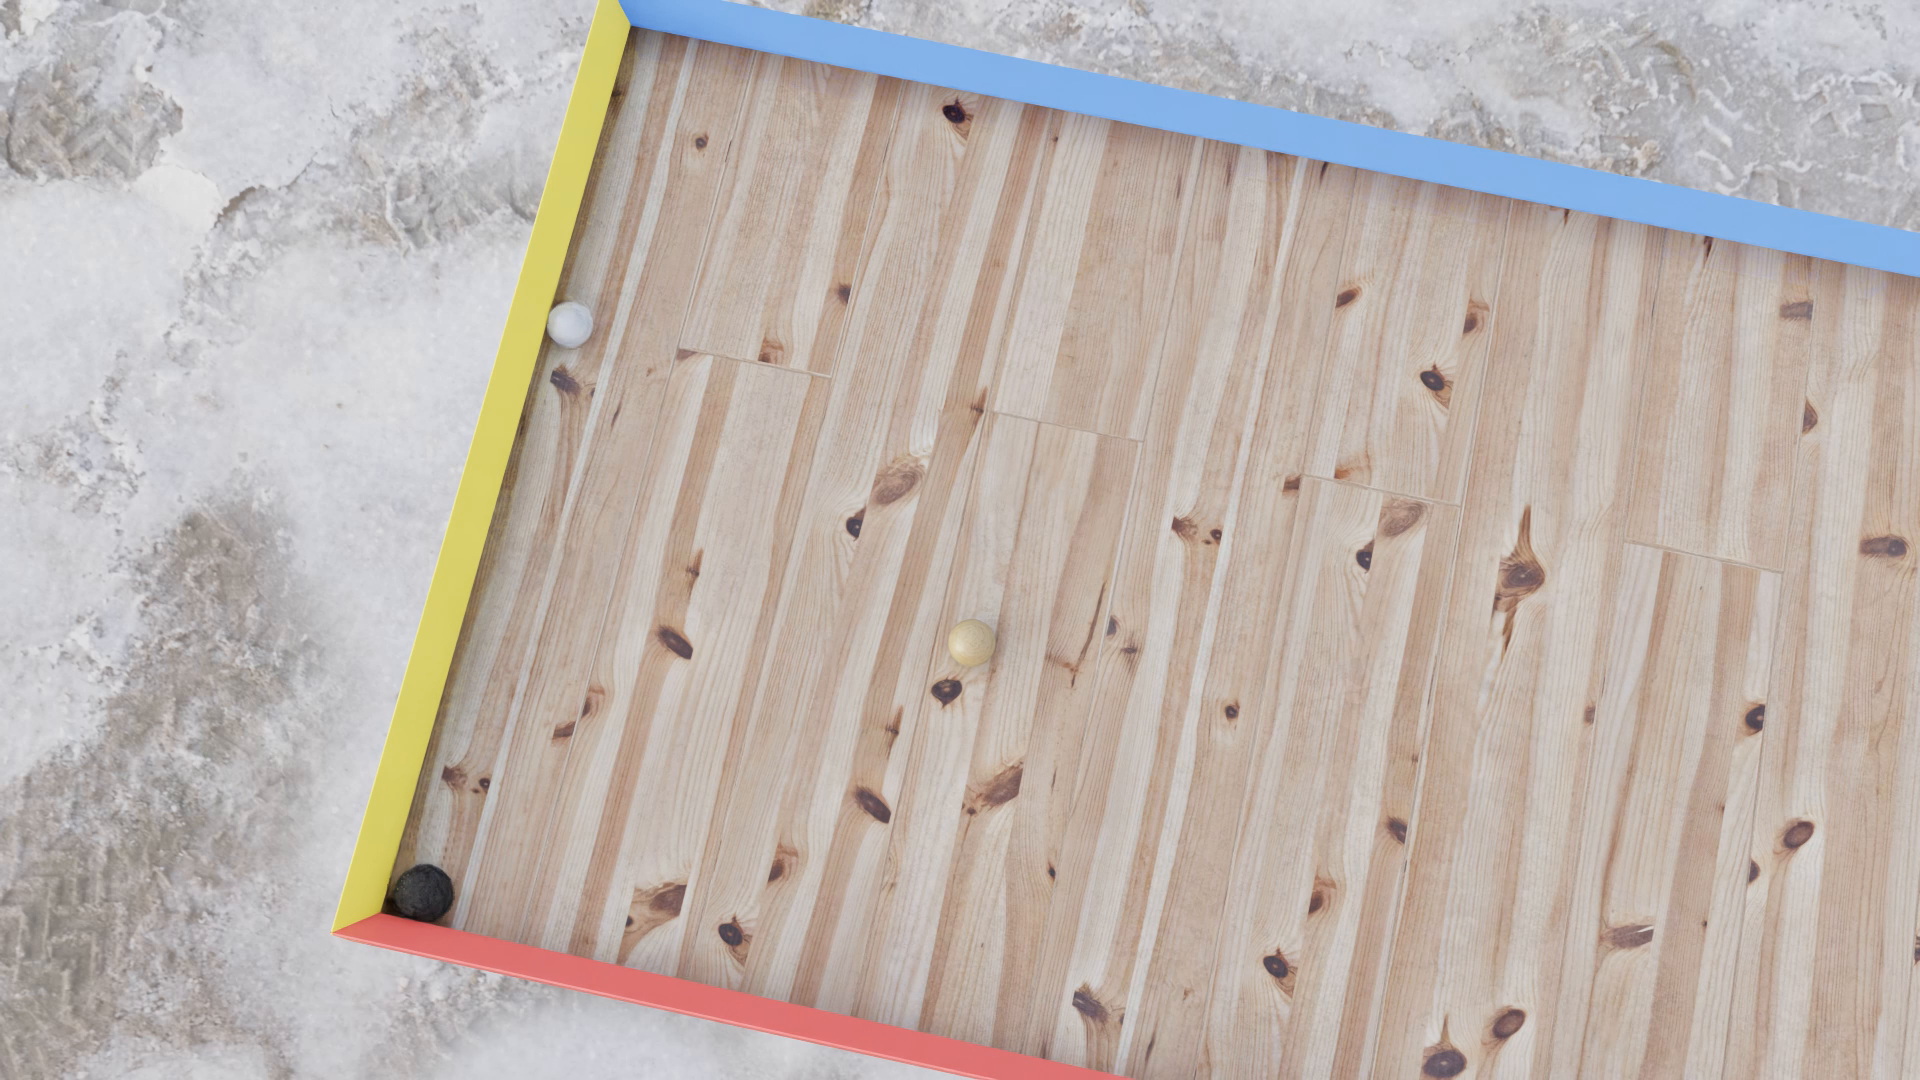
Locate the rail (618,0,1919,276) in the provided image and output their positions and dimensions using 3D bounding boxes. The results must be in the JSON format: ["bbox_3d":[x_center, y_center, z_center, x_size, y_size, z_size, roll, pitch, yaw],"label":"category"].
[{"bbox_3d":[0.890,-0.562,3.487,2.995,0.110,0.045,12,75,3],"label":"rail"}]

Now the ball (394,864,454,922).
[{"bbox_3d":[-0.782,0.515,3.205,0.085,0.085,0.085,0,75,0],"label":"ball"}]

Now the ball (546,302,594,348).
[{"bbox_3d":[-0.611,-0.337,3.446,0.071,0.071,0.071,0,75,0],"label":"ball"}]

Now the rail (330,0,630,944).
[{"bbox_3d":[-0.709,-0.152,3.374,0.045,0.110,1.551,12,75,3],"label":"rail"}]

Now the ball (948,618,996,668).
[{"bbox_3d":[0.018,0.155,3.310,0.073,0.073,0.073,0,75,0],"label":"ball"}]

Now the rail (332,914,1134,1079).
[{"bbox_3d":[0.574,0.855,3.097,2.995,0.110,0.045,12,75,3],"label":"rail"}]
